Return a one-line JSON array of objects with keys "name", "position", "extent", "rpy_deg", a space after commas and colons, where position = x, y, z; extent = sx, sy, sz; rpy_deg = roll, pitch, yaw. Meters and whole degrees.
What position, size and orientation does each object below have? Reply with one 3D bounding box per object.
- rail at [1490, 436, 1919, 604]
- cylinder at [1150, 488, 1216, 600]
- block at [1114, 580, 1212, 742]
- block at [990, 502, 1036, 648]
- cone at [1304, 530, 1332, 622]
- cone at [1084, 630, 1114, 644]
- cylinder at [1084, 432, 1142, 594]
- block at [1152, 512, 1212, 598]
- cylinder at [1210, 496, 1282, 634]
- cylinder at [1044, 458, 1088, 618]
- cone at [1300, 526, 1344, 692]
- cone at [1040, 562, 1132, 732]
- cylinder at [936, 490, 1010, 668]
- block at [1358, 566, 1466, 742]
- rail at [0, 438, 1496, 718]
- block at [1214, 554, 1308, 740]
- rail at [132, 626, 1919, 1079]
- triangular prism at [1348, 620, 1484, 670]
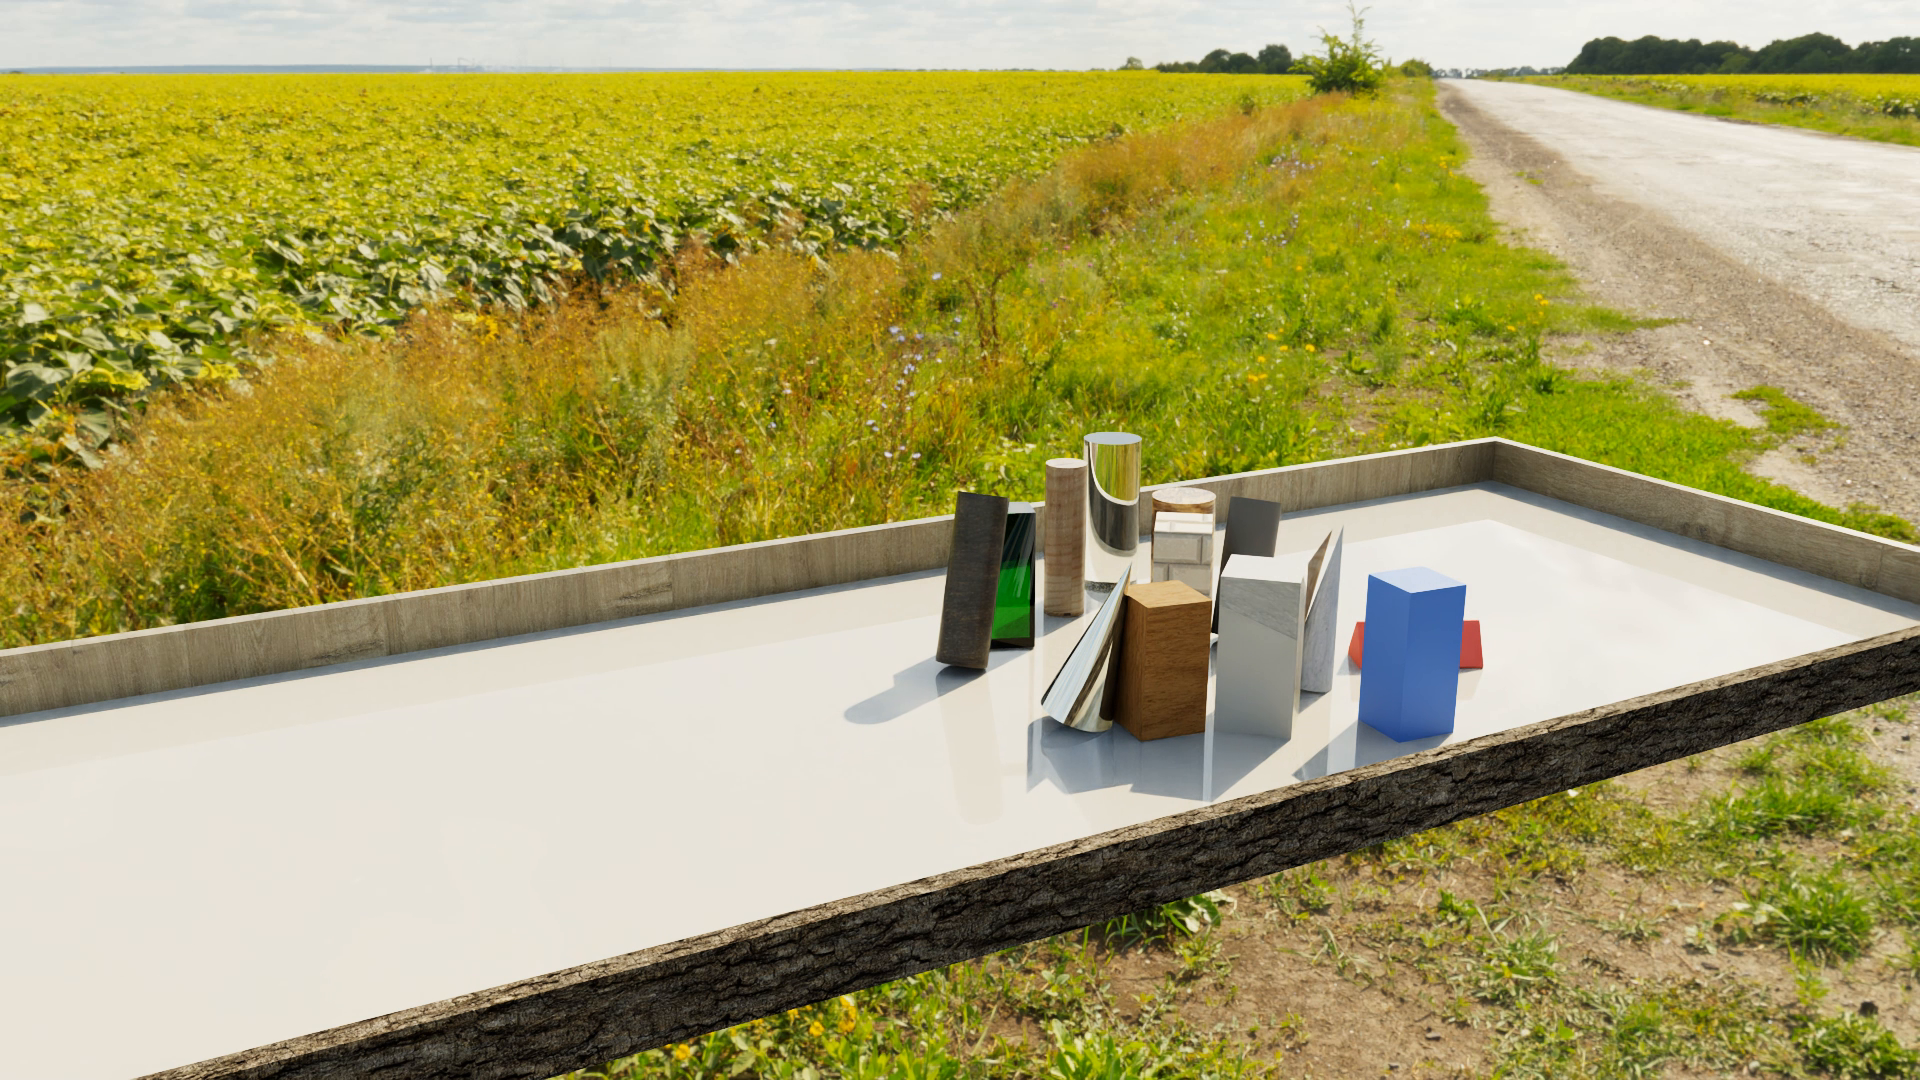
[{"name": "rail", "position": [2.466, -0.048, 5.253], "extent": [0.050, 0.150, 2.100], "rpy_deg": [-9, 18, -27]}, {"name": "cylinder", "position": [0.619, 0.043, 4.592], "extent": [0.175, 0.346, 0.175], "rpy_deg": [-1, 17, 0]}, {"name": "block", "position": [0.465, 0.278, 3.835], "extent": [0.165, 0.322, 0.165], "rpy_deg": [-5, 17, -20]}, {"name": "block", "position": [0.125, 0.092, 4.382], "extent": [0.131, 0.366, 0.131], "rpy_deg": [-2, 14, -7]}, {"name": "cone", "position": [0.831, 0.155, 4.073], "extent": [0.136, 0.410, 0.136], "rpy_deg": [26, 2, -1]}, {"name": "cone", "position": [0.469, 0.256, 4.366], "extent": [0.320, 0.136, 0.136], "rpy_deg": [-5, 12, 28]}, {"name": "cylinder", "position": [0.442, -0.081, 4.839], "extent": [0.168, 0.446, 0.168], "rpy_deg": [0, 16, 0]}, {"name": "block", "position": [0.593, 0.105, 4.406], "extent": [0.149, 0.323, 0.149], "rpy_deg": [3, 21, 9]}, {"name": "cylinder", "position": [0.764, 0.075, 4.404], "extent": [0.137, 0.368, 0.137], "rpy_deg": [8, 1, 0]}, {"name": "cylinder", "position": [0.294, -0.005, 4.609], "extent": [0.116, 0.431, 0.116], "rpy_deg": [0, 16, 0]}, {"name": "cone", "position": [0.899, 0.158, 4.054], "extent": [0.121, 0.418, 0.121], "rpy_deg": [8, 16, -2]}, {"name": "cone", "position": [0.333, 0.225, 3.814], "extent": [0.179, 0.402, 0.179], "rpy_deg": [16, 21, -6]}, {"name": "cylinder", "position": [0.032, 0.100, 4.206], "extent": [0.134, 0.436, 0.134], "rpy_deg": [7, 2, 0]}, {"name": "block", "position": [1.045, 0.263, 3.821], "extent": [0.155, 0.361, 0.155], "rpy_deg": [-7, 18, -22]}, {"name": "rail", "position": [-3.305, 0.497, 3.399], "extent": [12.000, 0.150, 0.050], "rpy_deg": [-9, 18, -27]}, {"name": "block", "position": [0.702, 0.246, 3.846], "extent": [0.178, 0.378, 0.178], "rpy_deg": [5, 17, 16]}, {"name": "rail", "position": [-2.336, 1.006, 1.665], "extent": [12.000, 0.150, 0.050], "rpy_deg": [-9, 18, -27]}, {"name": "triangular prism", "position": [1.182, 0.259, 4.270], "extent": [0.317, 0.108, 0.125], "rpy_deg": [-1, 17, -2]}]
